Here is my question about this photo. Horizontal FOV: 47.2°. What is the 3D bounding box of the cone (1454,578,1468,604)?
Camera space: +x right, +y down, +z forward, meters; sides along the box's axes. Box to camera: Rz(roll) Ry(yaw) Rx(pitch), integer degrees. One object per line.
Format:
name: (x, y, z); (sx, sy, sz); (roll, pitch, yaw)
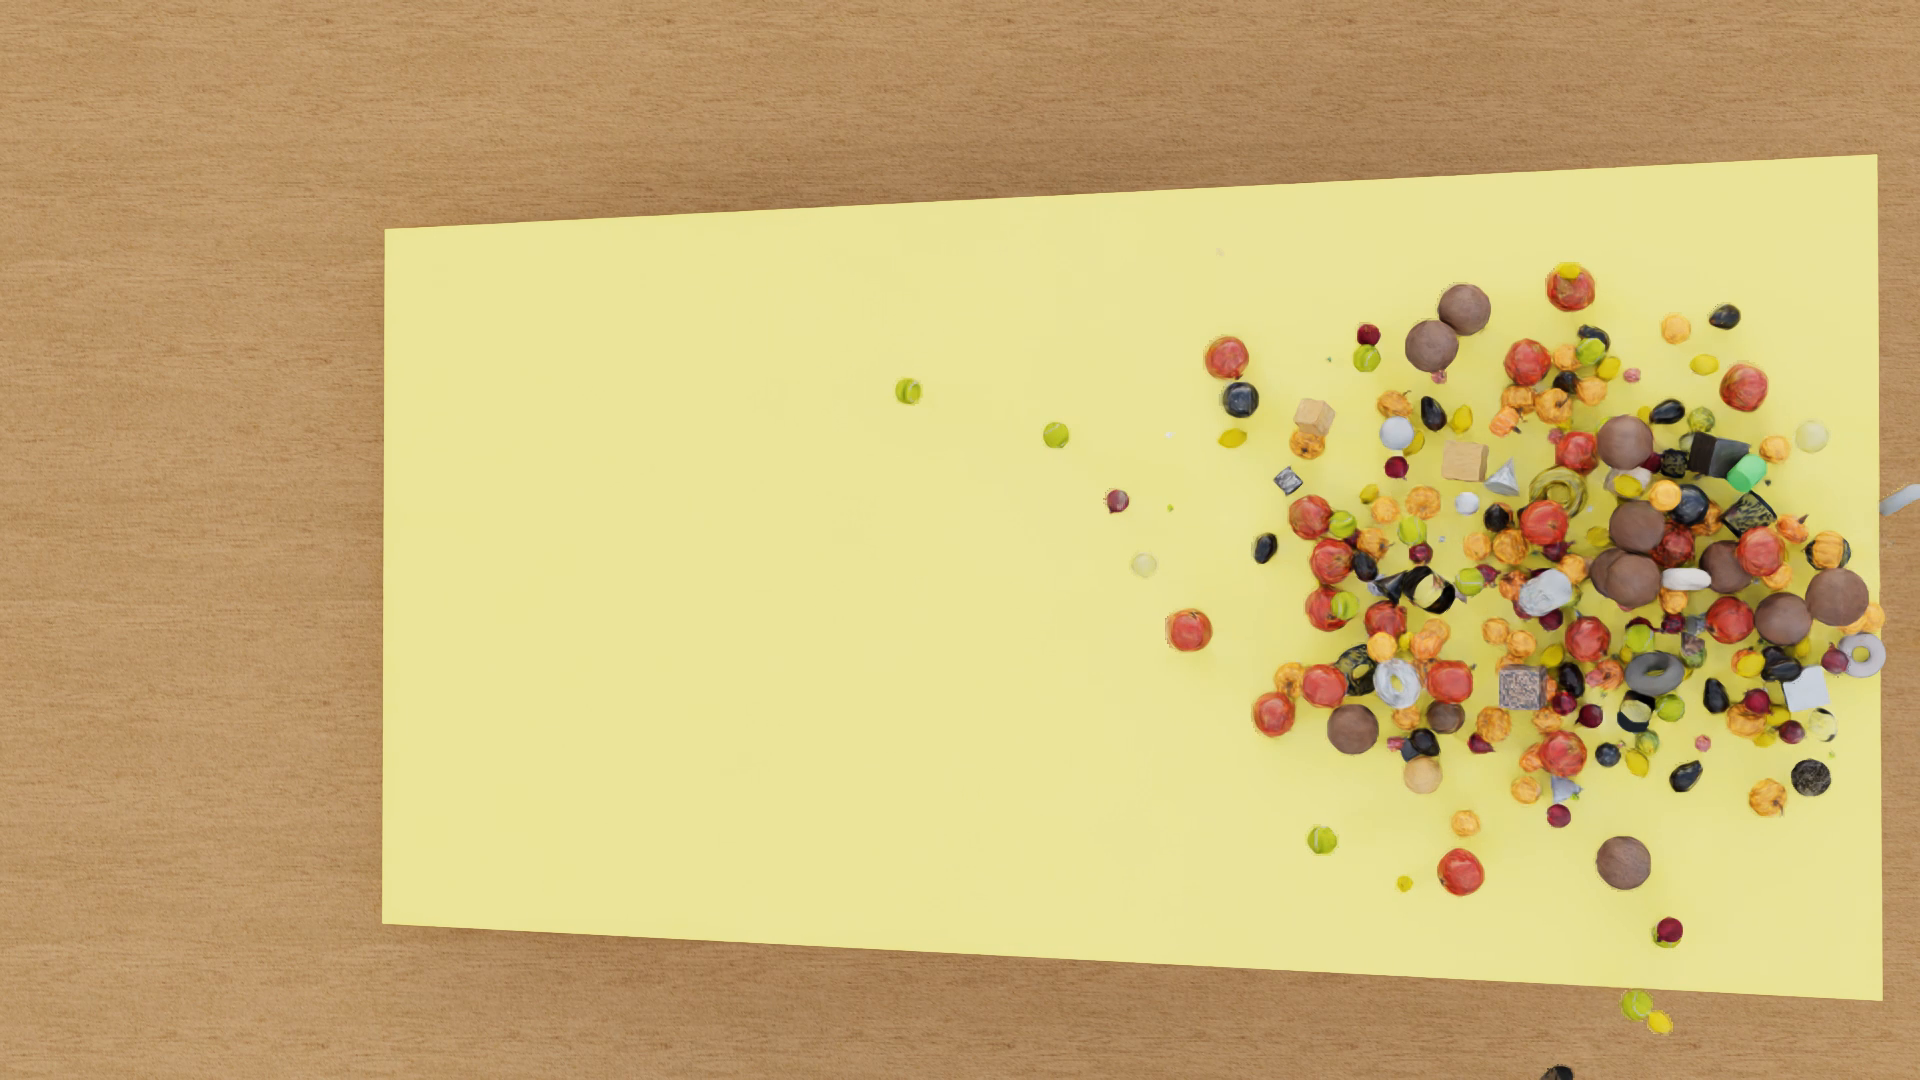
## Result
cone: (1.239, 0.134, 5.441); (0.061, 0.061, 0.061); (-30, 77, 0)

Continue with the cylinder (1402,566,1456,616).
cylinder: (1.143, 0.123, 5.359); (0.092, 0.092, 0.092); (32, 89, -35)

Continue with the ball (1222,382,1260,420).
ball: (0.713, -0.355, 5.588); (0.096, 0.096, 0.096); (0, 89, 0)

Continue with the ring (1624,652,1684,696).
ring: (1.668, 0.320, 5.280); (0.139, 0.139, 0.046); (-22, 122, 0)

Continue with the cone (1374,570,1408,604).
cone: (1.081, 0.102, 5.442); (0.081, 0.081, 0.081); (44, 85, 1)

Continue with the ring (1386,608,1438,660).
ring: (1.131, 0.235, 5.501); (0.131, 0.044, 0.131); (0, 94, -1)

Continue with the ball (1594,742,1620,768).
ball: (1.573, 0.523, 5.339); (0.060, 0.060, 0.060); (0, 89, 0)

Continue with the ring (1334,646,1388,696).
ring: (1.000, 0.326, 5.487); (0.143, 0.048, 0.143); (-7, 119, -13)

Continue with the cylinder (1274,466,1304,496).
cylinder: (0.832, -0.149, 5.572); (0.054, 0.054, 0.054); (-39, 78, -1)

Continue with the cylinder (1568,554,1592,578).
cylinder: (1.513, 0.065, 5.366); (0.055, 0.055, 0.055); (4, 89, 17)

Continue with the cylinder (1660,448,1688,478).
cylinder: (1.717, -0.184, 5.287); (0.055, 0.055, 0.055); (11, 117, 0)

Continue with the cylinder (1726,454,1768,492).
cylinder: (1.848, -0.157, 5.163); (0.066, 0.066, 0.066); (-38, 89, -21)

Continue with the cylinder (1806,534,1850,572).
cylinder: (2.048, 0.030, 5.189); (0.091, 0.091, 0.091); (0, 89, 17)

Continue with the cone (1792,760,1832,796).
cone: (2.013, 0.566, 5.192); (0.090, 0.090, 0.090); (0, 89, 17)

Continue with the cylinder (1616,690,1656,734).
cylinder: (1.629, 0.412, 5.299); (0.077, 0.077, 0.077); (38, 47, 1)

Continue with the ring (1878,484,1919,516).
ring: (2.199, -0.095, 5.139); (0.110, 0.110, 0.037); (-30, 79, 0)

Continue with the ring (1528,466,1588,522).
ring: (1.448, -0.110, 5.324); (0.141, 0.047, 0.141); (5, 111, 13)

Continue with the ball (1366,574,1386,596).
ball: (1.047, 0.112, 5.502); (0.057, 0.057, 0.057); (0, 89, 0)

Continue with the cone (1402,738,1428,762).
cone: (1.142, 0.522, 5.484); (0.062, 0.062, 0.062); (1, 89, -10)

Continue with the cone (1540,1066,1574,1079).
cone: (1.393, 1.274, 5.043); (0.098, 0.098, 0.098); (42, 89, -23)

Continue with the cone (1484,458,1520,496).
cone: (1.347, -0.166, 5.417); (0.090, 0.090, 0.090); (21, 77, 0)

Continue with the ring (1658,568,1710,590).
ring: (1.711, 0.093, 5.191); (0.118, 0.118, 0.039); (6, 78, 0)

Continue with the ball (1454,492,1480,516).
ball: (1.242, -0.089, 5.383); (0.059, 0.059, 0.059); (0, 89, 0)

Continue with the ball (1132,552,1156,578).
ball: (0.475, 0.064, 5.669); (0.065, 0.065, 0.065); (0, 89, 0)

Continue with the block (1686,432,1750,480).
block: (1.806, -0.198, 5.240); (0.093, 0.093, 0.093); (9, 99, -16)

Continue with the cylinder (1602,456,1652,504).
cylinder: (1.602, -0.144, 5.281); (0.085, 0.085, 0.085); (25, 89, 6)

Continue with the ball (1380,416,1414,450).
ball: (1.079, -0.263, 5.430); (0.085, 0.085, 0.085); (0, 89, 0)

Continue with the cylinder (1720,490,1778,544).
cylinder: (1.863, -0.054, 5.196); (0.091, 0.091, 0.091); (-42, 89, 6)

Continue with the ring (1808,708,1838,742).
ring: (2.036, 0.438, 5.186); (0.028, 0.083, 0.083); (-11, 89, -18)

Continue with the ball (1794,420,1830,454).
ball: (2.017, -0.244, 5.209); (0.078, 0.078, 0.078); (0, 89, 0)

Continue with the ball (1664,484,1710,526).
ball: (1.718, -0.084, 5.196); (0.099, 0.099, 0.099); (0, 89, 0)

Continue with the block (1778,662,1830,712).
block: (1.995, 0.349, 5.198); (0.092, 0.092, 0.092); (-15, 87, 16)

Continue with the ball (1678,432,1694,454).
ball: (1.760, -0.233, 5.298); (0.053, 0.053, 0.053); (0, 89, 0)

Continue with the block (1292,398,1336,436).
block: (0.880, -0.305, 5.463); (0.067, 0.067, 0.067); (14, 75, 41)

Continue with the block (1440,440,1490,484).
block: (1.246, -0.193, 5.424); (0.092, 0.092, 0.092); (7, 91, 23)

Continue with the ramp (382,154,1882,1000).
ramp: (0.271, 0.095, 5.815); (4.000, 0.100, 2.000); (0, 89, 17)

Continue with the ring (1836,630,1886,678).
ring: (2.126, 0.270, 5.191); (0.112, 0.037, 0.112); (0, 89, 18)

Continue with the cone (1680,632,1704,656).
cone: (1.737, 0.237, 5.254); (0.058, 0.058, 0.058); (-10, 131, -11)

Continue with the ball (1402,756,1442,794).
ball: (1.146, 0.582, 5.445); (0.098, 0.098, 0.098); (0, 89, 0)

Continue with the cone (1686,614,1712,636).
cone: (1.790, 0.207, 5.297); (0.057, 0.057, 0.057); (0, 89, -10)

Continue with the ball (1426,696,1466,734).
ball: (1.200, 0.434, 5.433); (0.095, 0.095, 0.095); (0, 89, 0)

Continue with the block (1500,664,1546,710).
block: (1.360, 0.356, 5.309); (0.094, 0.094, 0.094); (1, 96, 26)

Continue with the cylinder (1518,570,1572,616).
cylinder: (1.407, 0.128, 5.287); (0.090, 0.090, 0.090); (8, 66, -20)
